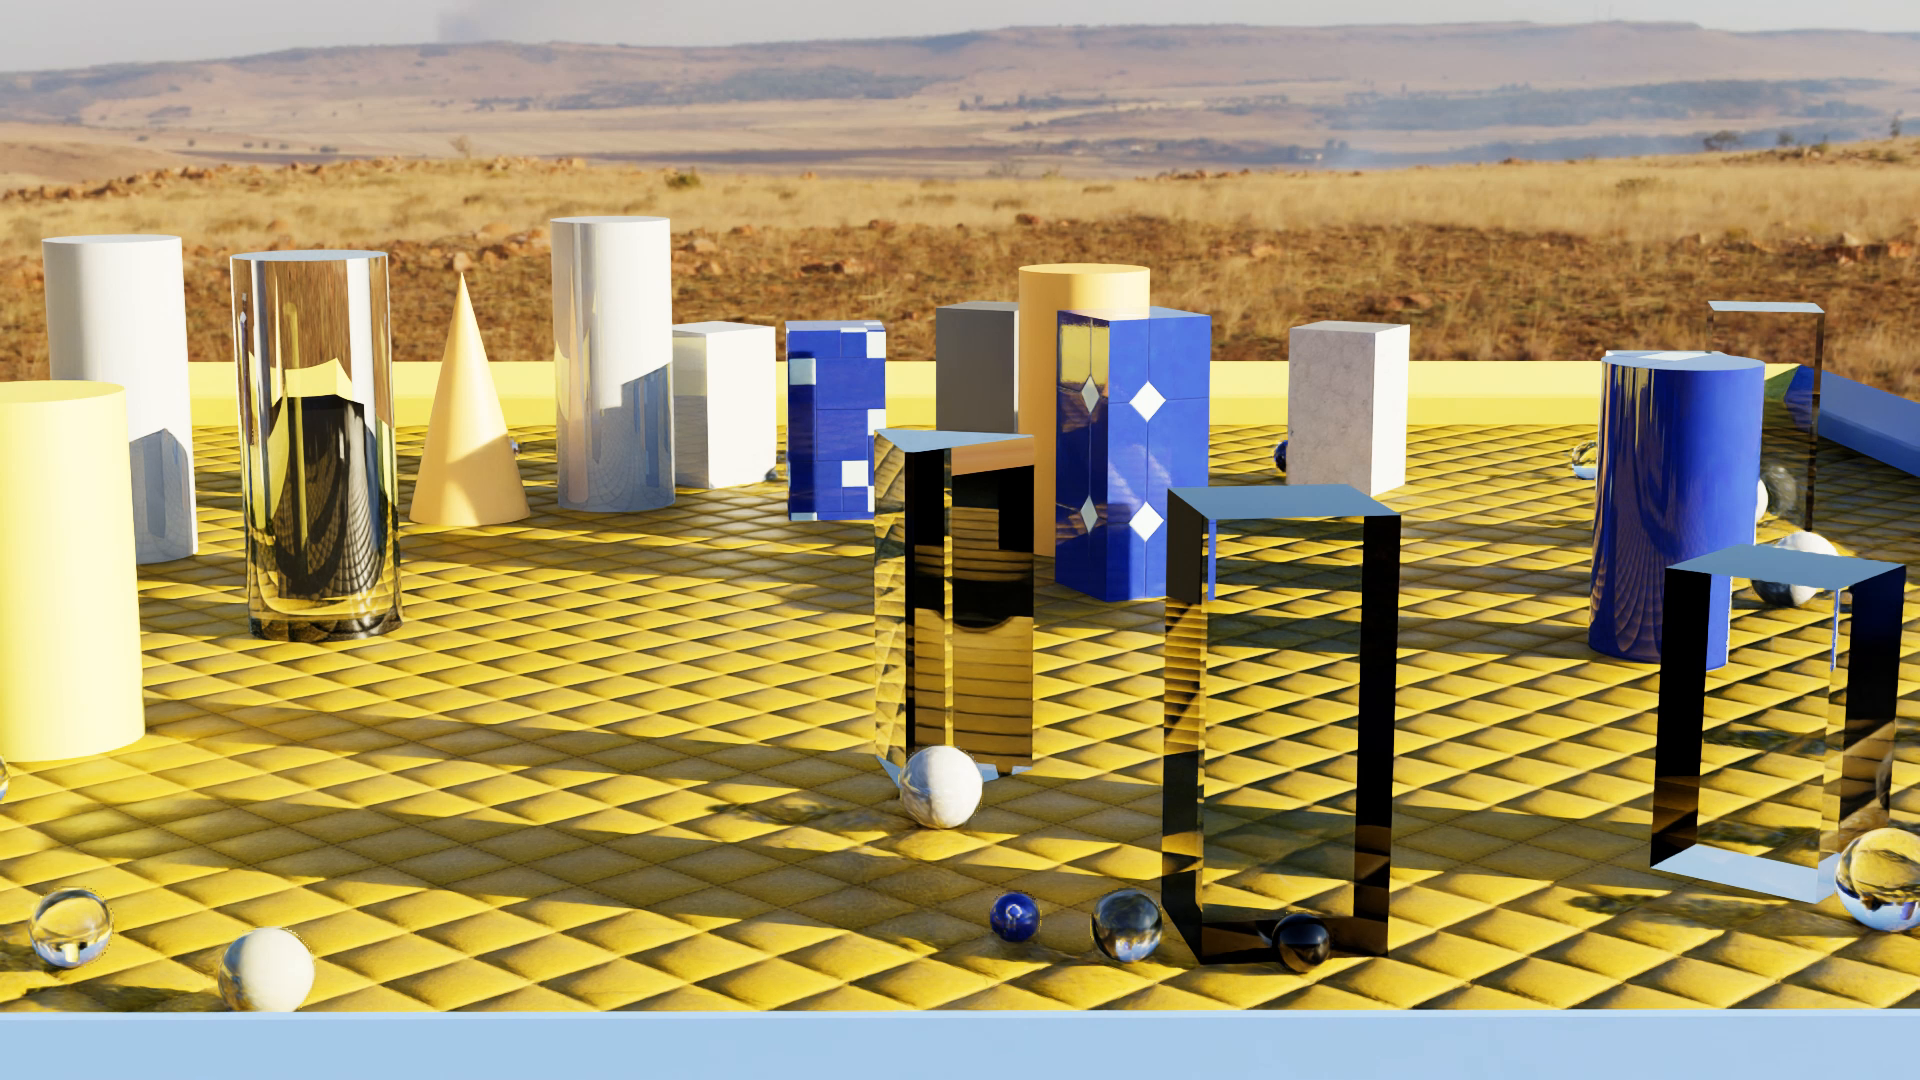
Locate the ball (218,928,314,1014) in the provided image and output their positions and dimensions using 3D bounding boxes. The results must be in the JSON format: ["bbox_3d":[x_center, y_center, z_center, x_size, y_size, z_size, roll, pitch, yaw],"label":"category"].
[{"bbox_3d":[-0.535,0.335,1.977,0.072,0.072,0.072,0,10,0],"label":"ball"}]

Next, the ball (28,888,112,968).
[{"bbox_3d":[-0.726,0.317,2.095,0.065,0.065,0.065,0,10,0],"label":"ball"}]

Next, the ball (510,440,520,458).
[{"bbox_3d":[-0.838,-0.164,4.743,0.046,0.046,0.046,0,10,0],"label":"ball"}]

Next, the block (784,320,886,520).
[{"bbox_3d":[-0.205,-0.198,4.207,0.157,0.308,0.157,-1,11,-5],"label":"block"}]

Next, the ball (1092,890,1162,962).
[{"bbox_3d":[0.137,0.318,2.108,0.059,0.059,0.059,0,10,0],"label":"ball"}]

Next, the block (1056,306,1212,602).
[{"bbox_3d":[0.240,-0.124,3.588,0.157,0.387,0.157,-5,12,-24],"label":"block"}]

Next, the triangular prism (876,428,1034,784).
[{"bbox_3d":[-0.037,0.067,2.656,0.170,0.352,0.148,-9,14,-42],"label":"triangular prism"}]

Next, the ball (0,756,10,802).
[{"bbox_3d":[-0.970,0.234,2.506,0.078,0.078,0.078,0,10,0],"label":"ball"}]

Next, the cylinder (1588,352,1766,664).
[{"bbox_3d":[0.895,-0.042,3.211,0.197,0.364,0.197,0,10,0],"label":"cylinder"}]

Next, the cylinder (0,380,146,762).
[{"bbox_3d":[-0.996,0.029,2.778,0.197,0.382,0.197,0,10,0],"label":"cylinder"}]

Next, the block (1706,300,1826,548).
[{"bbox_3d":[1.213,-0.171,3.898,0.157,0.367,0.157,2,11,13],"label":"block"}]

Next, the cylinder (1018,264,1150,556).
[{"bbox_3d":[0.187,-0.199,3.893,0.197,0.424,0.197,0,10,0],"label":"cylinder"}]

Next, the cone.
[{"bbox_3d":[-0.802,-0.237,4.166,0.197,0.399,0.197,0,10,0],"label":"cone"}]

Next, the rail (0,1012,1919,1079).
[{"bbox_3d":[0.010,0.362,1.675,3.449,0.128,0.045,0,10,0],"label":"rail"}]

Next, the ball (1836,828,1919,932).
[{"bbox_3d":[0.791,0.289,2.182,0.088,0.088,0.088,0,10,0],"label":"ball"}]

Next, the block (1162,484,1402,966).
[{"bbox_3d":[0.265,0.150,2.156,0.157,0.371,0.157,-1,11,-7],"label":"block"}]

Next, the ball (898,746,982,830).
[{"bbox_3d":[-0.019,0.239,2.475,0.080,0.080,0.080,0,10,0],"label":"ball"}]

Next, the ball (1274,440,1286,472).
[{"bbox_3d":[0.596,-0.150,4.623,0.062,0.062,0.062,0,10,0],"label":"ball"}]

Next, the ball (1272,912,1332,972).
[{"bbox_3d":[0.277,0.327,2.084,0.048,0.048,0.048,0,10,0],"label":"ball"}]

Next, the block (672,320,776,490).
[{"bbox_3d":[-0.437,-0.241,4.540,0.157,0.271,0.157,10,14,43],"label":"block"}]

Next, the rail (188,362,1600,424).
[{"bbox_3d":[-0.010,-0.296,5.223,3.449,0.128,0.045,0,10,0],"label":"rail"}]

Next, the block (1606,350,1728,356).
[{"bbox_3d":[0.991,-0.092,3.582,0.157,0.327,0.157,0,11,2],"label":"block"}]

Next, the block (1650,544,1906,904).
[{"bbox_3d":[0.745,0.162,2.339,0.157,0.281,0.157,9,14,40],"label":"block"}]

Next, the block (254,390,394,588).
[{"bbox_3d":[-0.907,-0.075,3.670,0.157,0.262,0.157,0,11,-3],"label":"block"}]

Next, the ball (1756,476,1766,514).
[{"bbox_3d":[1.220,-0.073,4.046,0.095,0.095,0.095,0,10,0],"label":"ball"}]

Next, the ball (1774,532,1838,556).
[{"bbox_3d":[1.160,0.036,3.527,0.095,0.095,0.095,0,10,0],"label":"ball"}]

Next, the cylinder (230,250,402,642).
[{"bbox_3d":[-0.832,-0.126,3.327,0.197,0.486,0.197,0,10,0],"label":"cylinder"}]

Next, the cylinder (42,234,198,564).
[{"bbox_3d":[-1.253,-0.212,3.832,0.197,0.473,0.197,0,10,0],"label":"cylinder"}]

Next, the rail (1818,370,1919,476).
[{"bbox_3d":[1.701,0.031,3.459,0.045,0.128,3.655,0,10,0],"label":"rail"}]

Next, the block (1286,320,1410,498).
[{"bbox_3d":[0.674,-0.231,4.459,0.157,0.281,0.157,6,12,30],"label":"block"}]

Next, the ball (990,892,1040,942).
[{"bbox_3d":[0.046,0.317,2.156,0.042,0.042,0.042,0,10,0],"label":"ball"}]

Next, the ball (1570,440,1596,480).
[{"bbox_3d":[1.121,-0.142,4.556,0.069,0.069,0.069,0,10,0],"label":"ball"}]

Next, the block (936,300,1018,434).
[{"bbox_3d":[0.062,-0.280,4.684,0.157,0.295,0.157,5,12,26],"label":"block"}]

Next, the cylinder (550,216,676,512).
[{"bbox_3d":[-0.578,-0.297,4.283,0.197,0.474,0.197,0,10,0],"label":"cylinder"}]
